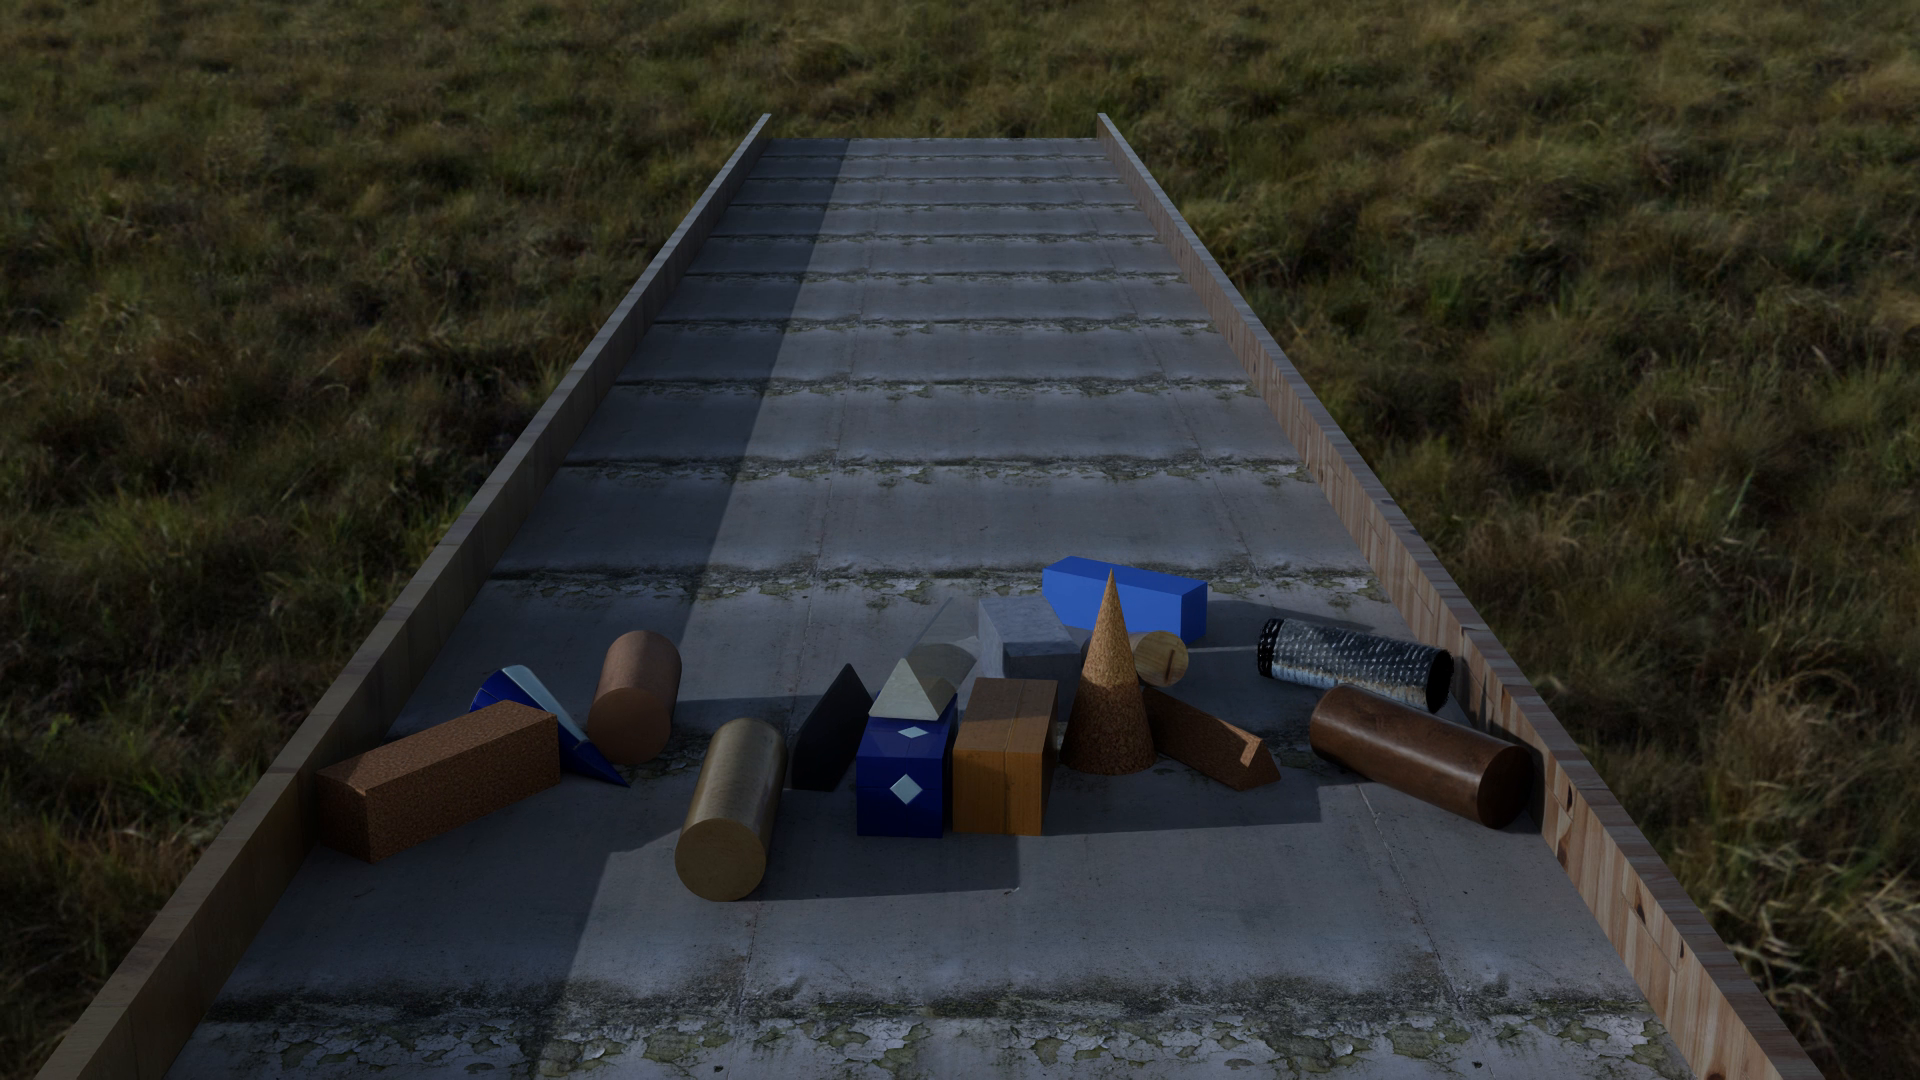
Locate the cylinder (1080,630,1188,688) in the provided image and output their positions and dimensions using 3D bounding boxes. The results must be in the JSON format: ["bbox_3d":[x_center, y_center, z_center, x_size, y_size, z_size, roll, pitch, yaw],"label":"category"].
[{"bbox_3d":[0.320,0.220,4.102,0.101,0.101,0.383,-4,-2,-12],"label":"cylinder"}]

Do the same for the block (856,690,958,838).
[{"bbox_3d":[-0.086,0.376,3.718,0.140,0.140,0.302,1,17,5],"label":"block"}]

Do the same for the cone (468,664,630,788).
[{"bbox_3d":[-0.694,0.362,3.871,0.333,0.161,0.161,27,29,30],"label":"cone"}]

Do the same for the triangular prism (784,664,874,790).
[{"bbox_3d":[-0.241,0.328,3.935,0.118,0.102,0.358,3,17,11],"label":"triangular prism"}]

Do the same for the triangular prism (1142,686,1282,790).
[{"bbox_3d":[0.430,0.345,3.912,0.097,0.084,0.319,-10,19,-32],"label":"triangular prism"}]

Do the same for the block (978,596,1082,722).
[{"bbox_3d":[0.131,0.226,4.231,0.133,0.133,0.347,-3,17,-9],"label":"block"}]

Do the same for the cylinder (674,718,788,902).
[{"bbox_3d":[-0.363,0.427,3.546,0.139,0.139,0.420,0,17,0],"label":"cylinder"}]

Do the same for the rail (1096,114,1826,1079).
[{"bbox_3d":[0.932,-0.844,7.801,0.050,0.150,12.000,0,17,-1],"label":"rail"}]

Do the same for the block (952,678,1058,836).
[{"bbox_3d":[0.081,0.364,3.748,0.145,0.145,0.344,2,17,7],"label":"block"}]

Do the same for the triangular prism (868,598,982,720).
[{"bbox_3d":[-0.055,0.201,3.880,0.119,0.103,0.416,2,13,11],"label":"triangular prism"}]

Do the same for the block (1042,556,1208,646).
[{"bbox_3d":[0.343,0.128,4.598,0.330,0.114,0.114,11,20,32],"label":"block"}]

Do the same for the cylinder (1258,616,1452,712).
[{"bbox_3d":[0.754,0.237,4.218,0.349,0.121,0.121,11,20,32],"label":"cylinder"}]

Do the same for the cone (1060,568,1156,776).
[{"bbox_3d":[0.264,0.217,3.875,0.174,0.355,0.174,0,17,0],"label":"cone"}]

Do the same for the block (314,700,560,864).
[{"bbox_3d":[-0.865,0.397,3.670,0.127,0.127,0.411,12,20,35],"label":"block"}]

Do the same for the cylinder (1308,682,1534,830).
[{"bbox_3d":[0.782,0.364,3.751,0.144,0.144,0.375,-12,21,-36],"label":"cylinder"}]

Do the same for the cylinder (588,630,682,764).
[{"bbox_3d":[-0.591,0.284,4.016,0.146,0.146,0.309,-1,17,-3],"label":"cylinder"}]

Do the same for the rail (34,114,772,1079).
[{"bbox_3d":[-1.118,-0.838,7.780,0.050,0.150,12.000,0,17,-1],"label":"rail"}]
